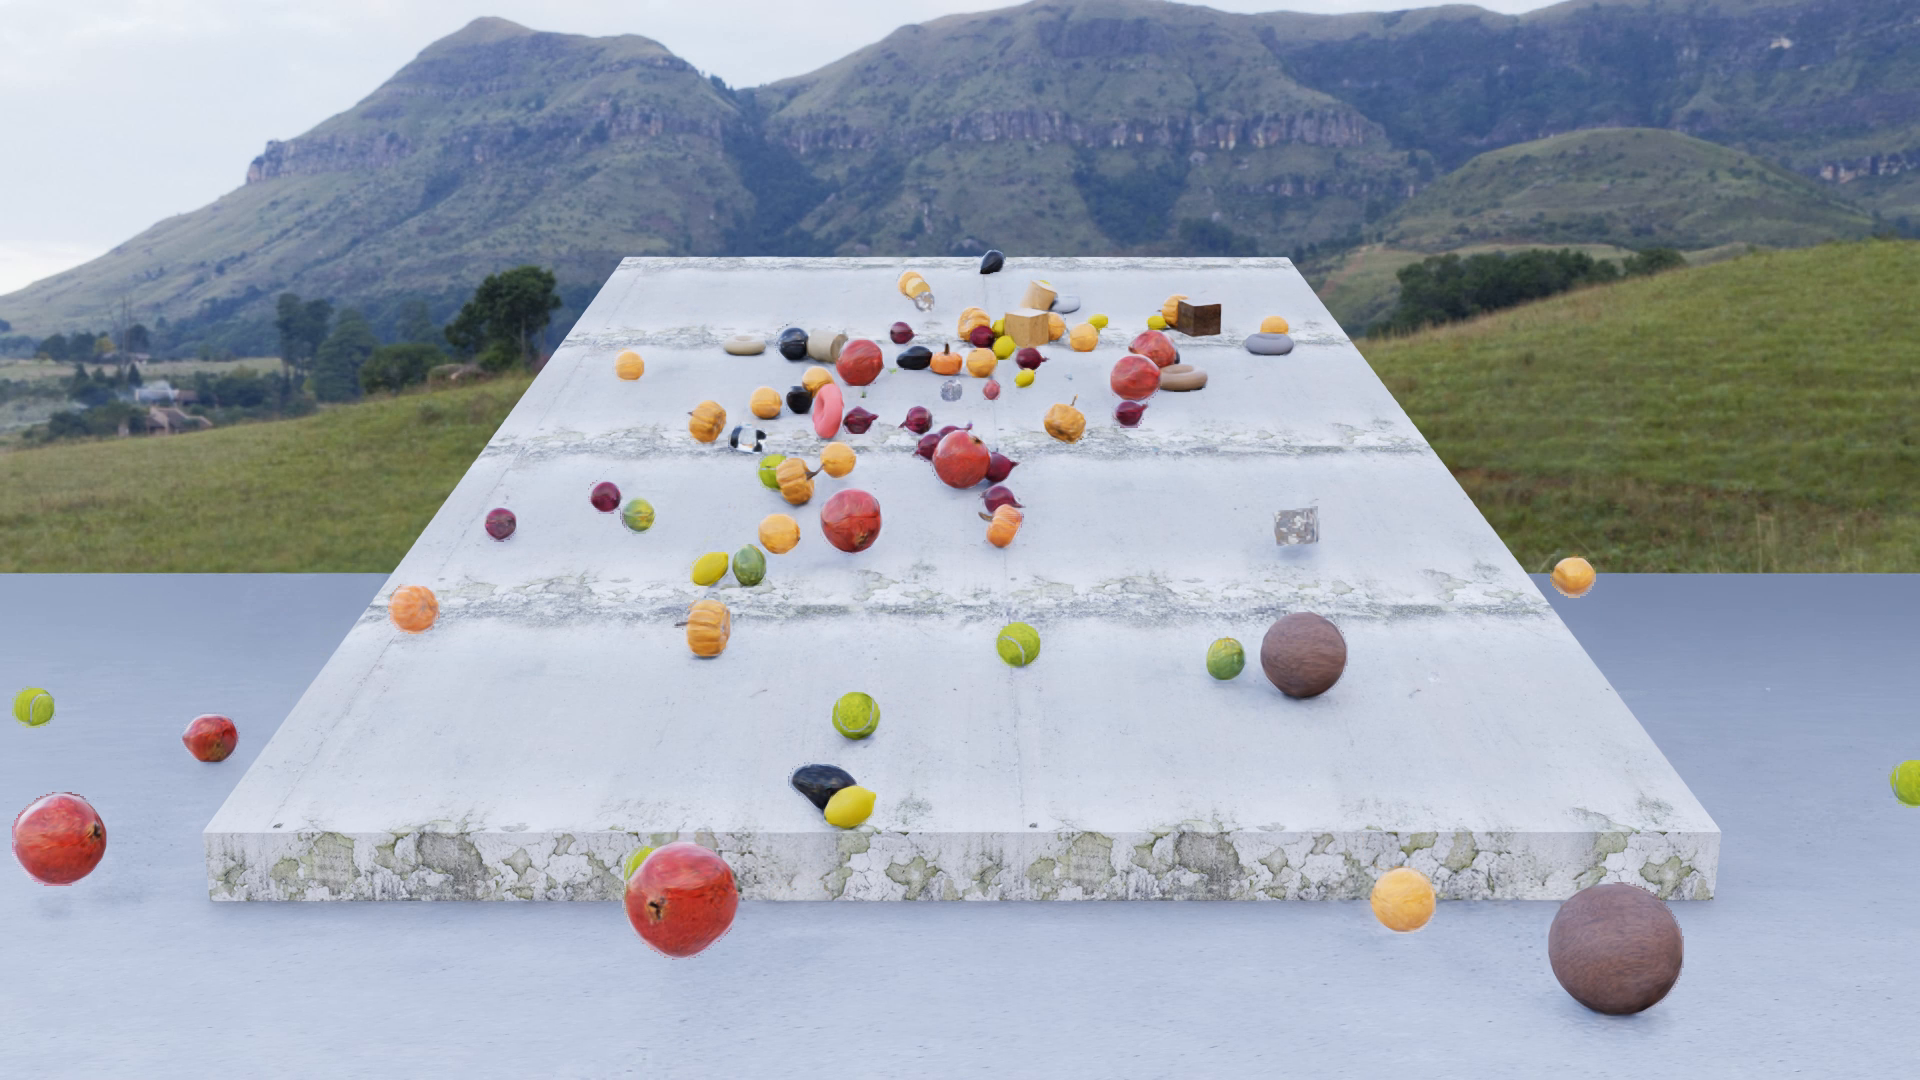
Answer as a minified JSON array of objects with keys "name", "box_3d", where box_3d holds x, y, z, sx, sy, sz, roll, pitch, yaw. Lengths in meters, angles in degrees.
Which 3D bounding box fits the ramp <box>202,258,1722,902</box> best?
[{"name":"ramp","box_3d":[-0.004,-0.187,4.862,2.000,0.100,4.000,0,18,0]}]

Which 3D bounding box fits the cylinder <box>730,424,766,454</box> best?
[{"name":"cylinder","box_3d":[-0.443,-0.210,4.682,0.054,0.054,0.054,11,4,25]}]

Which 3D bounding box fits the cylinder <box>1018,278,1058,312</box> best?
[{"name":"cylinder","box_3d":[0.207,-0.640,5.928,0.077,0.077,0.077,24,15,-7]}]

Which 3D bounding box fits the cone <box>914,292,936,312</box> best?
[{"name":"cone","box_3d":[-0.085,-0.634,6.032,0.058,0.058,0.058,0,-10,17]}]

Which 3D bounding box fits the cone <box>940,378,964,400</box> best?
[{"name":"cone","box_3d":[-0.015,-0.335,5.118,0.054,0.054,0.054,0,-16,5]}]

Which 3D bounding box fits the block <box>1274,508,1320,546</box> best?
[{"name":"block","box_3d":[0.604,-0.024,4.020,0.063,0.063,0.063,-6,0,24]}]

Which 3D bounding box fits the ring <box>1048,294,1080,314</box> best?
[{"name":"ring","box_3d":[0.268,-0.638,6.027,0.116,0.039,0.116,0,17,0]}]

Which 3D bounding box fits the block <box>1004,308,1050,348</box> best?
[{"name":"block","box_3d":[0.169,-0.534,5.640,0.080,0.080,0.080,15,23,38]}]

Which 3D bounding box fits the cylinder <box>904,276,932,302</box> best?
[{"name":"cylinder","box_3d":[-0.115,-0.687,6.146,0.056,0.056,0.056,0,33,-32]}]

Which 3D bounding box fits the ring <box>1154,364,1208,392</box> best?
[{"name":"ring","box_3d":[0.515,-0.379,5.225,0.127,0.042,0.127,-3,19,1]}]

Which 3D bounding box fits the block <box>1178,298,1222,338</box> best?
[{"name":"block","box_3d":[0.616,-0.573,5.760,0.081,0.081,0.081,-8,20,-23]}]

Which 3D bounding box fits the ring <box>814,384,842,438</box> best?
[{"name":"ring","box_3d":[-0.281,-0.275,4.772,0.039,0.118,0.118,6,-3,-21]}]

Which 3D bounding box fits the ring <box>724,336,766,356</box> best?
[{"name":"ring","box_3d":[-0.534,-0.483,5.554,0.105,0.035,0.105,1,17,0]}]

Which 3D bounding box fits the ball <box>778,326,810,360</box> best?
[{"name":"ball","box_3d":[-0.405,-0.480,5.466,0.084,0.084,0.084,0,-1,0]}]

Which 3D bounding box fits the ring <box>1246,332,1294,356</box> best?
[{"name":"ring","box_3d":[0.770,-0.488,5.566,0.120,0.040,0.120,1,17,0]}]

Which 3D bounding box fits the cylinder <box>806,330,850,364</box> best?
[{"name":"cylinder","box_3d":[-0.320,-0.471,5.448,0.076,0.076,0.076,13,7,35]}]
